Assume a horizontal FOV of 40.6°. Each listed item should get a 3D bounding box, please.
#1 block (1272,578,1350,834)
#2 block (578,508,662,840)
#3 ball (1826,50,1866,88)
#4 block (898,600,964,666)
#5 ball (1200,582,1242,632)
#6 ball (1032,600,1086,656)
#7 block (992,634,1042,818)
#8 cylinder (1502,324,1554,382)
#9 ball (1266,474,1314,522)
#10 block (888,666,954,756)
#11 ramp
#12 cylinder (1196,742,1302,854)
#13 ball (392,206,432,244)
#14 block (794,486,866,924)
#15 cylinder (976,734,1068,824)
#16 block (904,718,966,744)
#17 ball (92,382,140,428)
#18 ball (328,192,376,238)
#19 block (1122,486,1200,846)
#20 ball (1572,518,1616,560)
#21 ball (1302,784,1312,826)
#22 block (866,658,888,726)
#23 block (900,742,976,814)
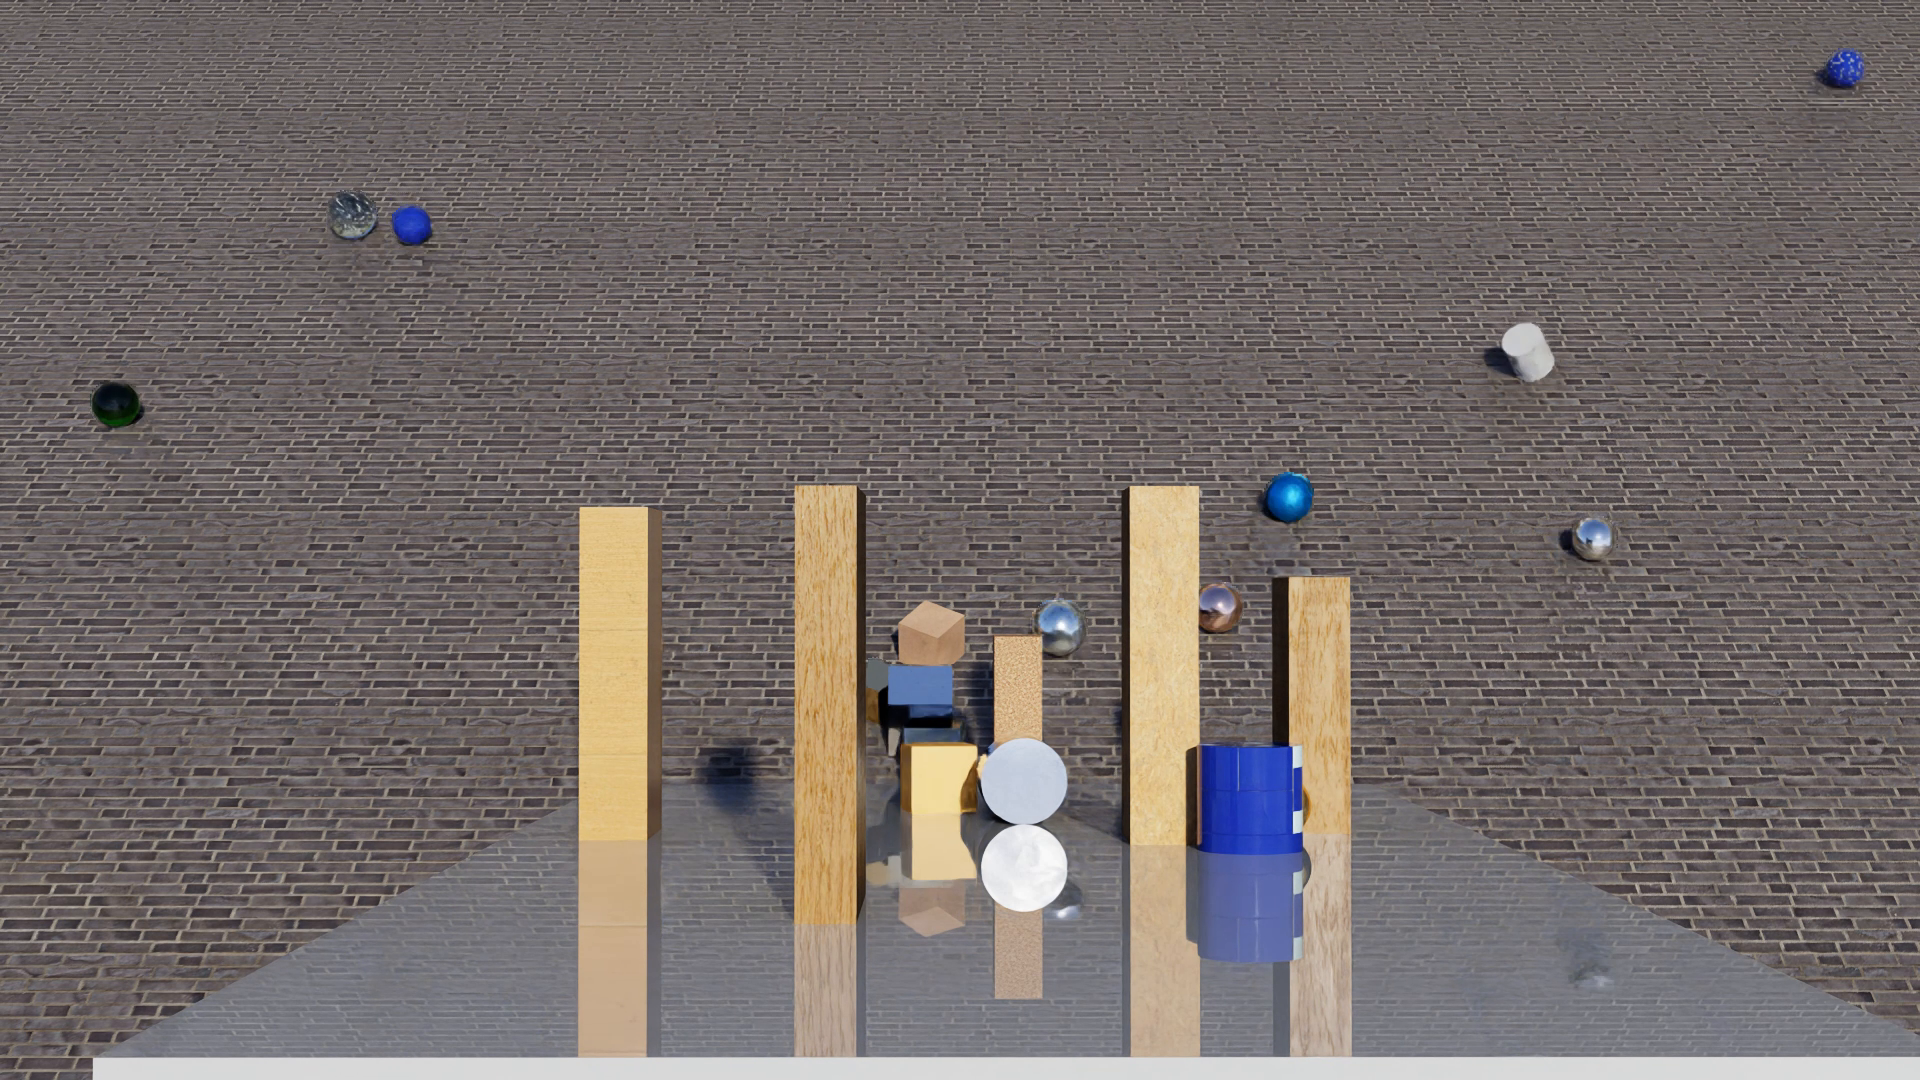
[{"bbox_3d":[0.744,0.345,5.509,0.127,0.530,0.288,0,-1,0],"label":"block"},{"bbox_3d":[-0.699,0.272,5.354,0.137,0.671,0.254,0,-1,0],"label":"block"},{"bbox_3d":[3.652,-1.943,10.699,0.151,0.151,0.151,0,33,0],"label":"ball"},{"bbox_3d":[-0.080,0.279,7.339,0.134,0.134,0.134,20,38,28],"label":"block"},{"bbox_3d":[0.739,0.195,7.457,0.145,0.145,0.145,0,33,0],"label":"ball"},{"bbox_3d":[0.282,0.250,7.363,0.156,0.156,0.156,0,33,0],"label":"ball"},{"bbox_3d":[0.130,0.418,5.906,0.106,0.401,0.294,0,-1,0],"label":"block"},{"bbox_3d":[1.897,-0.626,8.664,0.138,0.138,0.138,-18,47,20],"label":"cylinder"},{"bbox_3d":[1.010,-0.129,7.950,0.144,0.144,0.144,0,33,0],"label":"ball"},{"bbox_3d":[-0.106,0.464,7.020,0.174,0.174,0.174,0,33,0],"label":"block"},{"bbox_3d":[0.074,0.644,4.768,2.000,0.100,4.000,0,-1,0],"label":"ramp"},{"bbox_3d":[0.561,0.498,5.026,0.204,0.204,0.204,0,-1,0],"label":"cylinder"},{"bbox_3d":[-2.007,-1.152,9.507,0.140,0.140,0.140,0,33,0],"label":"ball"},{"bbox_3d":[-0.202,0.251,4.093,0.093,0.658,0.394,0,-1,0],"label":"block"},{"bbox_3d":[0.134,0.521,5.662,0.186,0.186,0.186,-2,-1,-3],"label":"cylinder"},{"bbox_3d":[-0.066,0.557,6.851,0.147,0.147,0.147,0,5,5],"label":"block"},{"bbox_3d":[-2.739,-0.441,8.419,0.149,0.149,0.149,0,33,0],"label":"ball"},{"bbox_3d":[-2.237,-1.195,9.542,0.175,0.175,0.175,0,33,0],"label":"ball"},{"bbox_3d":[0.404,0.250,5.258,0.137,0.708,0.267,0,-1,0],"label":"block"},{"bbox_3d":[1.899,-0.003,7.770,0.132,0.132,0.132,0,33,0],"label":"ball"},{"bbox_3d":[0.655,0.543,5.303,0.126,0.126,0.126,0,33,0],"label":"ball"},{"bbox_3d":[-0.229,0.418,7.148,0.113,0.113,0.113,25,41,33],"label":"block"},{"bbox_3d":[-0.049,0.544,5.951,0.150,0.150,0.150,0,-1,-11],"label":"block"}]
